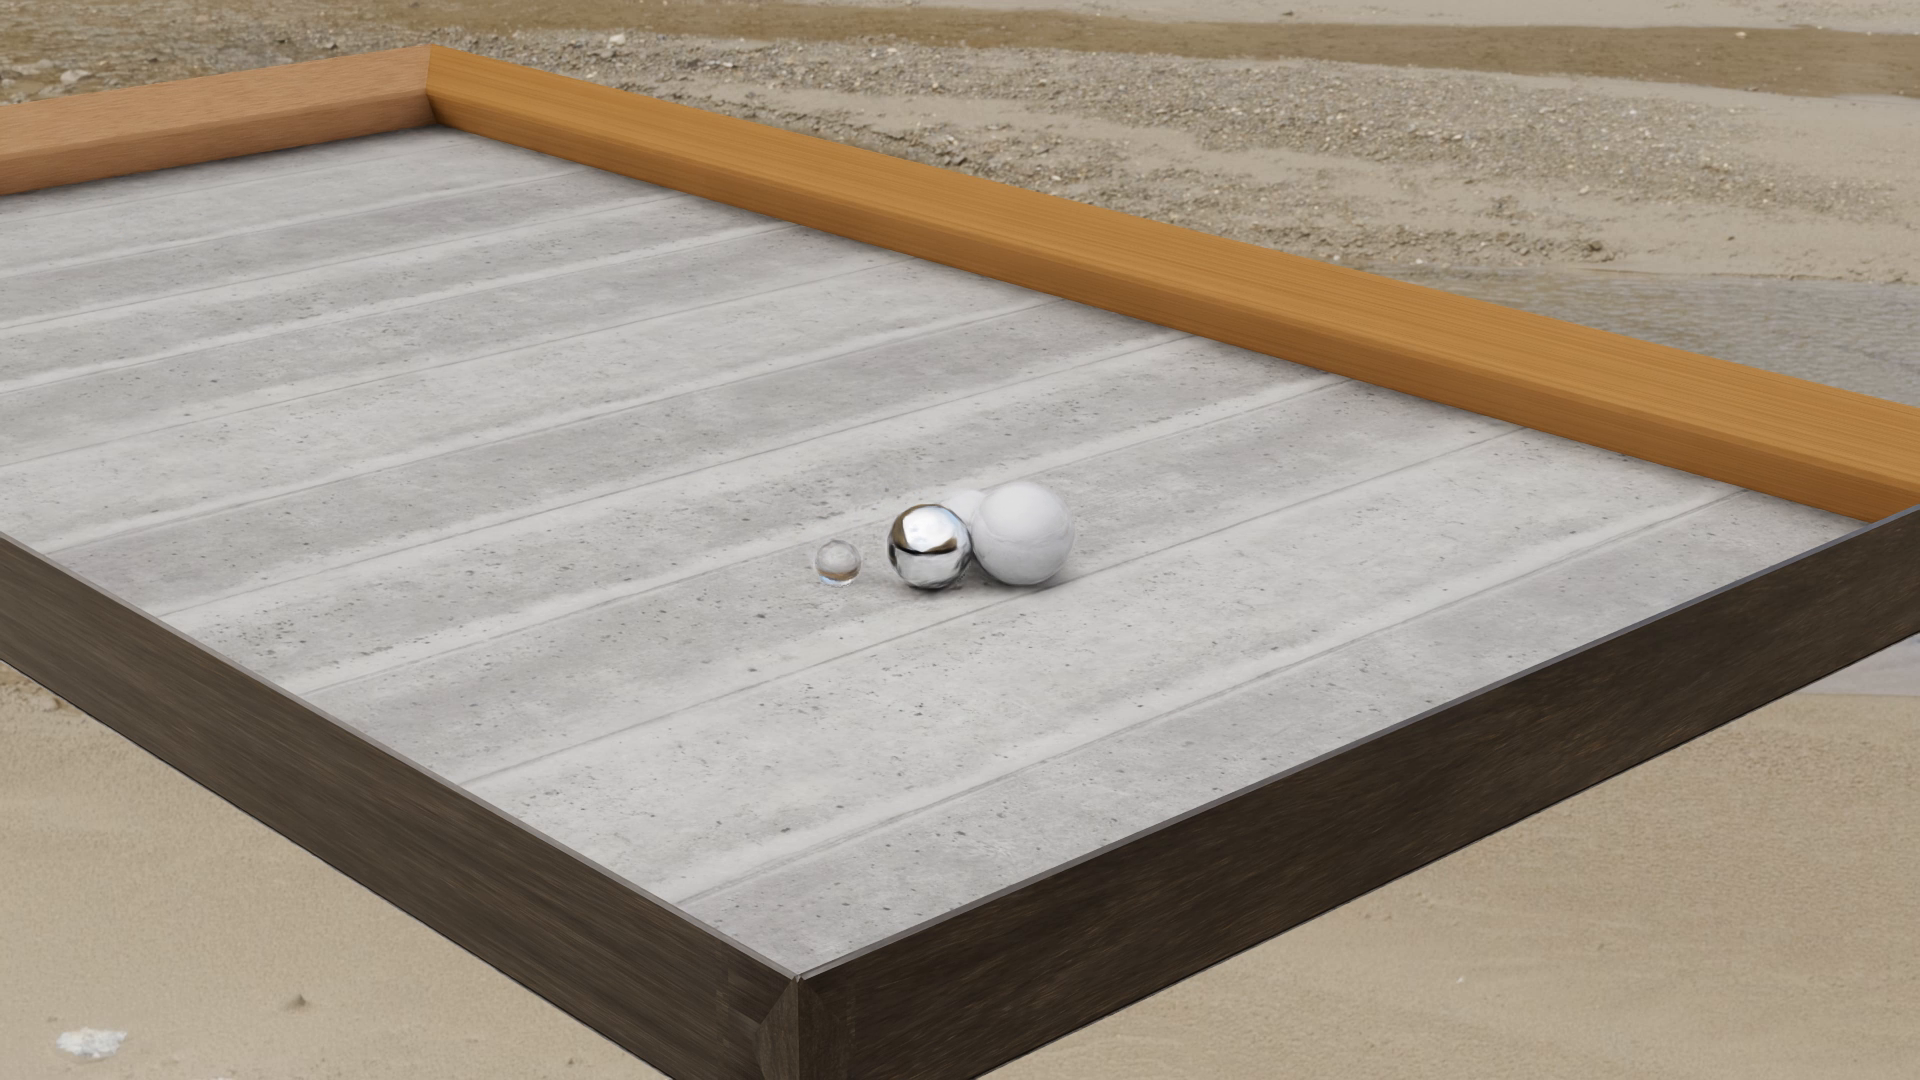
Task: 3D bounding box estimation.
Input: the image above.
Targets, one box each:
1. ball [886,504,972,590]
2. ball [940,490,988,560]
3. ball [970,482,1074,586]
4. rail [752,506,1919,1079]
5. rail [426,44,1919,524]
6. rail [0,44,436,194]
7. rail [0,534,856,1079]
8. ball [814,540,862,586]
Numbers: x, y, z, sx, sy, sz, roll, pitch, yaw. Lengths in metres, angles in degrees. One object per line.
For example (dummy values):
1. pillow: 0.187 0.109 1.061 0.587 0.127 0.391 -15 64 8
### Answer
1. ball: -0.029 0.006 2.743 0.080 0.080 0.080 0 20 0
2. ball: 0.008 -0.015 2.818 0.068 0.068 0.068 0 20 0
3. ball: 0.059 -0.006 2.752 0.097 0.097 0.097 0 20 0
4. rail: 0.452 0.141 2.300 1.536 0.126 0.045 -17 26 -39
5. rail: 0.081 -0.374 3.718 0.045 0.126 2.775 -17 26 -39
6. rail: -1.389 -0.546 4.191 1.536 0.126 0.045 -17 26 -39
7. rail: -1.018 -0.031 2.773 0.045 0.126 2.775 -17 26 -39
8. ball: -0.114 0.022 2.754 0.043 0.043 0.043 0 20 0
